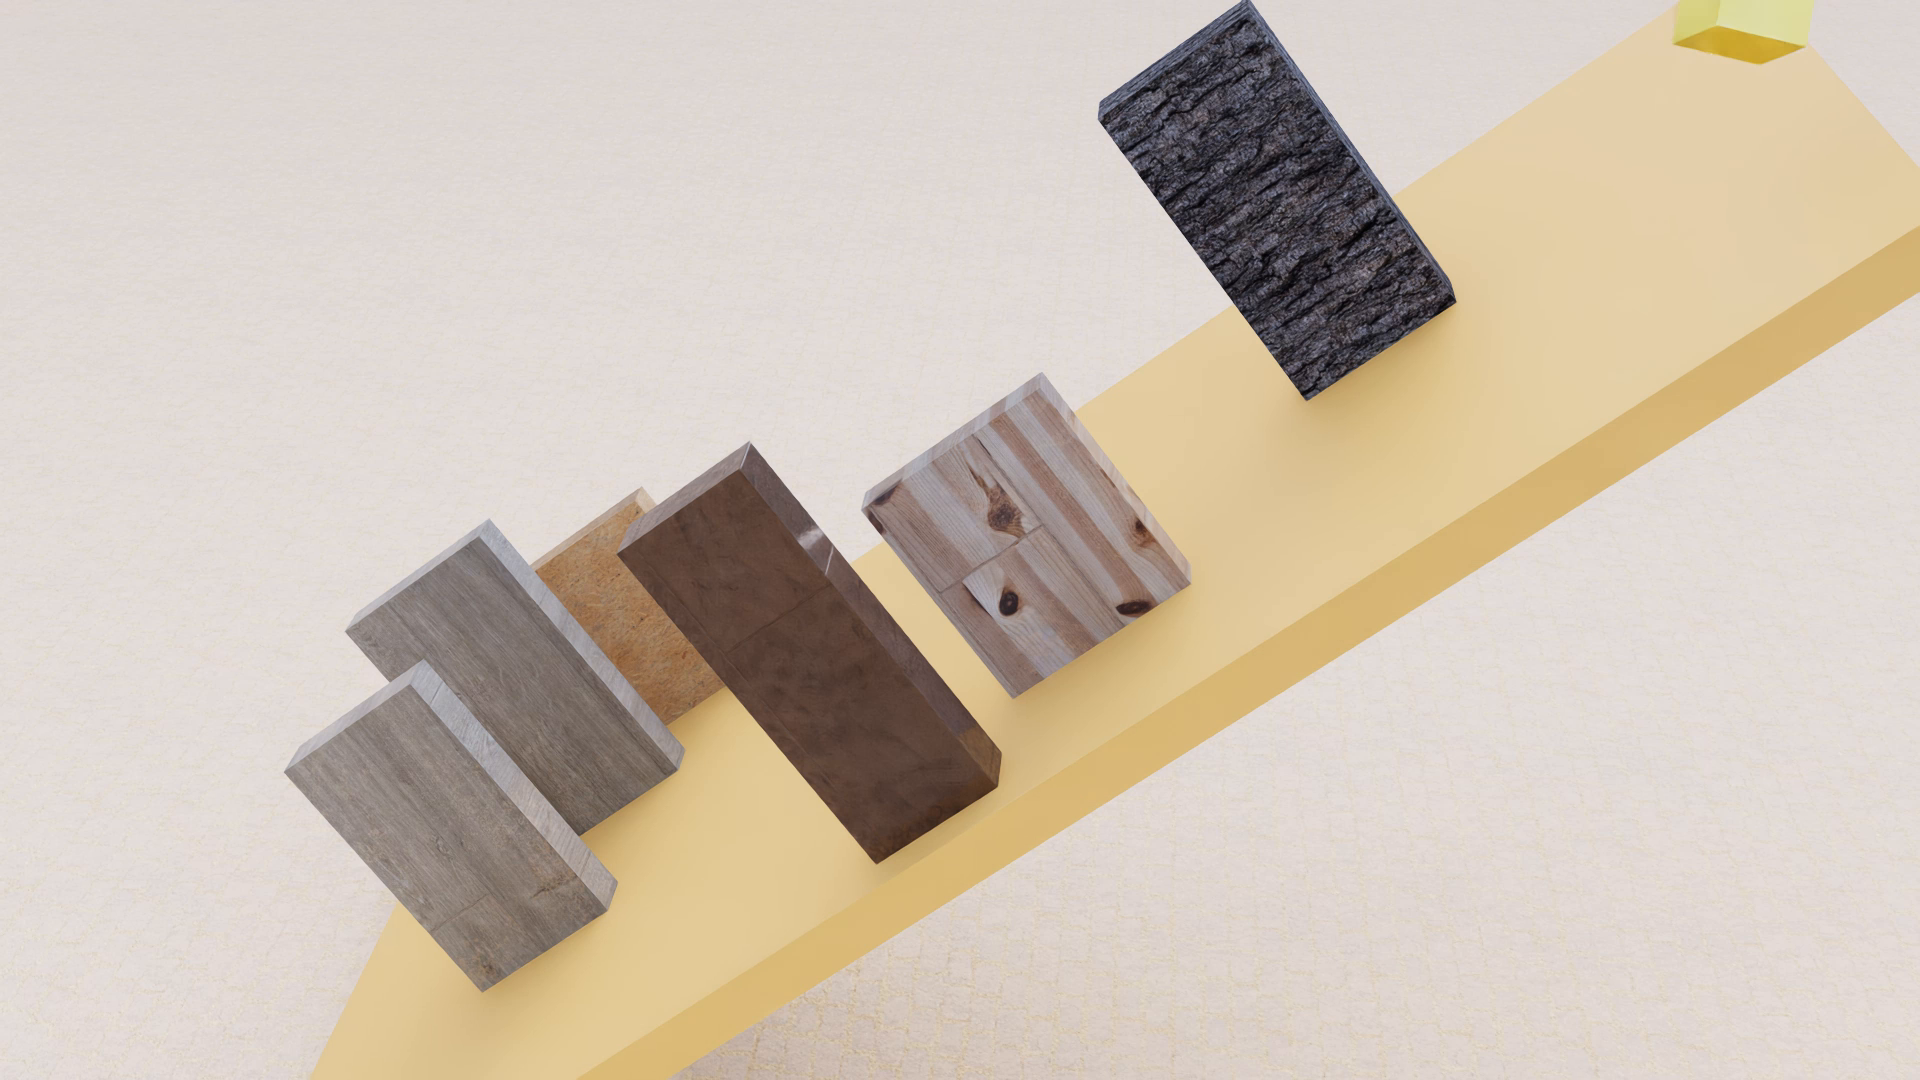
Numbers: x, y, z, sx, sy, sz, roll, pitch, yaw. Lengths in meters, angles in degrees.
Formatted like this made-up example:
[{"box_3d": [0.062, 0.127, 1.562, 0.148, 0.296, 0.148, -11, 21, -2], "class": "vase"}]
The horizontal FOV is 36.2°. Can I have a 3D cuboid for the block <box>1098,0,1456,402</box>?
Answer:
[{"box_3d": [0.652, -0.695, 6.039, 0.371, 0.741, 0.147, -34, 16, 16], "class": "block"}]

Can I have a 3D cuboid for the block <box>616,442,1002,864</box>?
[{"box_3d": [-0.272, 0.215, 5.469, 0.286, 0.778, 0.144, -34, 16, 16], "class": "block"}]

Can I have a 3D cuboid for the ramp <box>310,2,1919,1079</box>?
[{"box_3d": [0.130, 0.178, 6.319, 4.000, 0.100, 2.000, -34, 16, 16], "class": "ramp"}]

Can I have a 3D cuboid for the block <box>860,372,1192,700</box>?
[{"box_3d": [0.131, -0.004, 5.720, 0.430, 0.493, 0.095, -34, 16, 16], "class": "block"}]

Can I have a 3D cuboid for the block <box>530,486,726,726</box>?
[{"box_3d": [-0.765, 0.175, 7.199, 0.359, 0.508, 0.097, -34, 16, 16], "class": "block"}]

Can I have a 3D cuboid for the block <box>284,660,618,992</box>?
[{"box_3d": [-1.100, 0.626, 6.389, 0.363, 0.662, 0.127, -34, 16, 16], "class": "block"}]

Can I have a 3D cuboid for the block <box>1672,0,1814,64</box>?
[{"box_3d": [1.437, -0.991, 5.376, 0.179, 0.179, 0.179, 11, -4, -11], "class": "block"}]

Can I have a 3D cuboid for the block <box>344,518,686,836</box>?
[{"box_3d": [-1.038, 0.355, 6.894, 0.414, 0.727, 0.108, -34, 16, 16], "class": "block"}]
